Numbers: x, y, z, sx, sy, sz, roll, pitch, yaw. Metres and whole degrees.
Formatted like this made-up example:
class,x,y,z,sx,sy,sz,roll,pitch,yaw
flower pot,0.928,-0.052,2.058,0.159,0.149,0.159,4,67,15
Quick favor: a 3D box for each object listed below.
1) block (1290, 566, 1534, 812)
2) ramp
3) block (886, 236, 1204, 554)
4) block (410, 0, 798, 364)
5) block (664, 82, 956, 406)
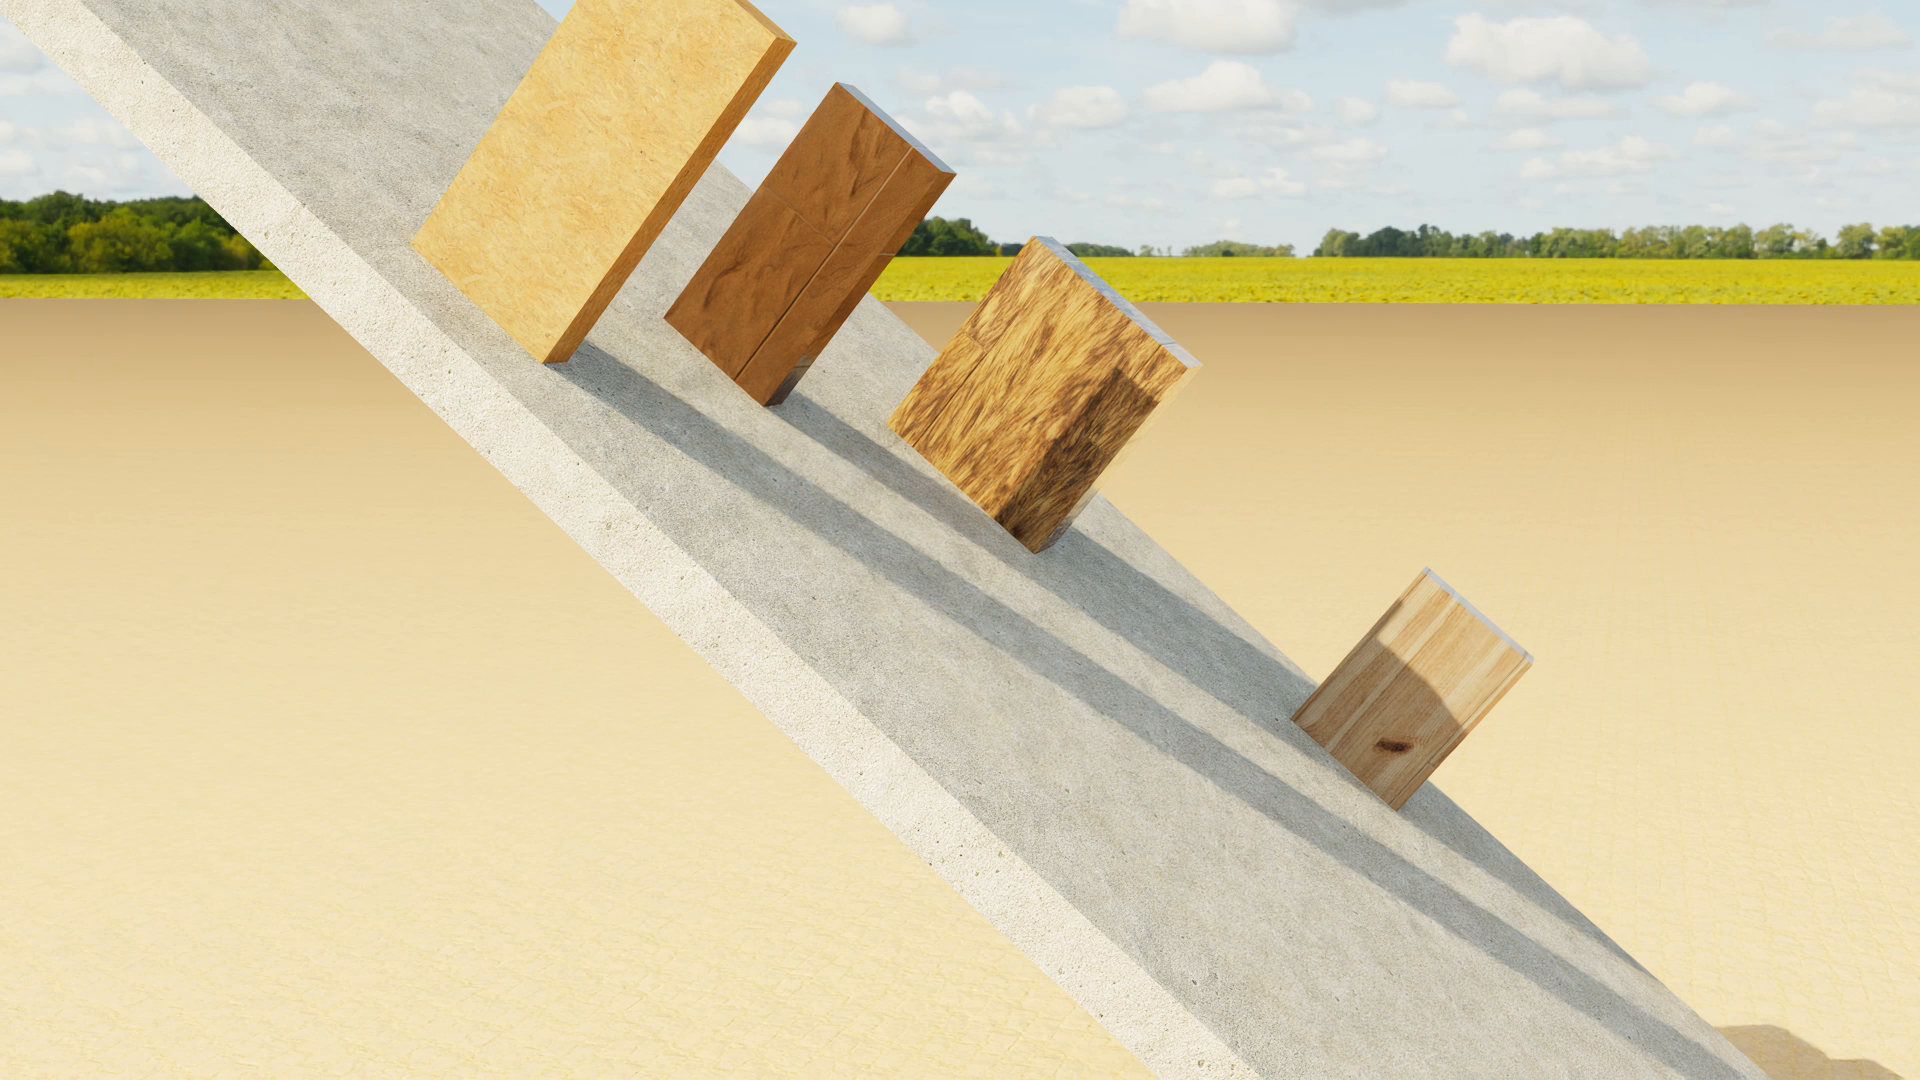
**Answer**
class,x,y,z,sx,sy,sz,roll,pitch,yaw
block,0.914,0.301,4.453,0.282,0.406,0.087,42,16,9
ramp,-0.002,0.050,4.041,4.000,0.100,2.000,42,16,9
block,0.162,-0.283,4.272,0.390,0.468,0.150,42,16,9
block,-0.542,-0.593,3.310,0.284,0.612,0.085,42,16,9
block,-0.266,-0.515,3.860,0.245,0.523,0.090,42,16,9
